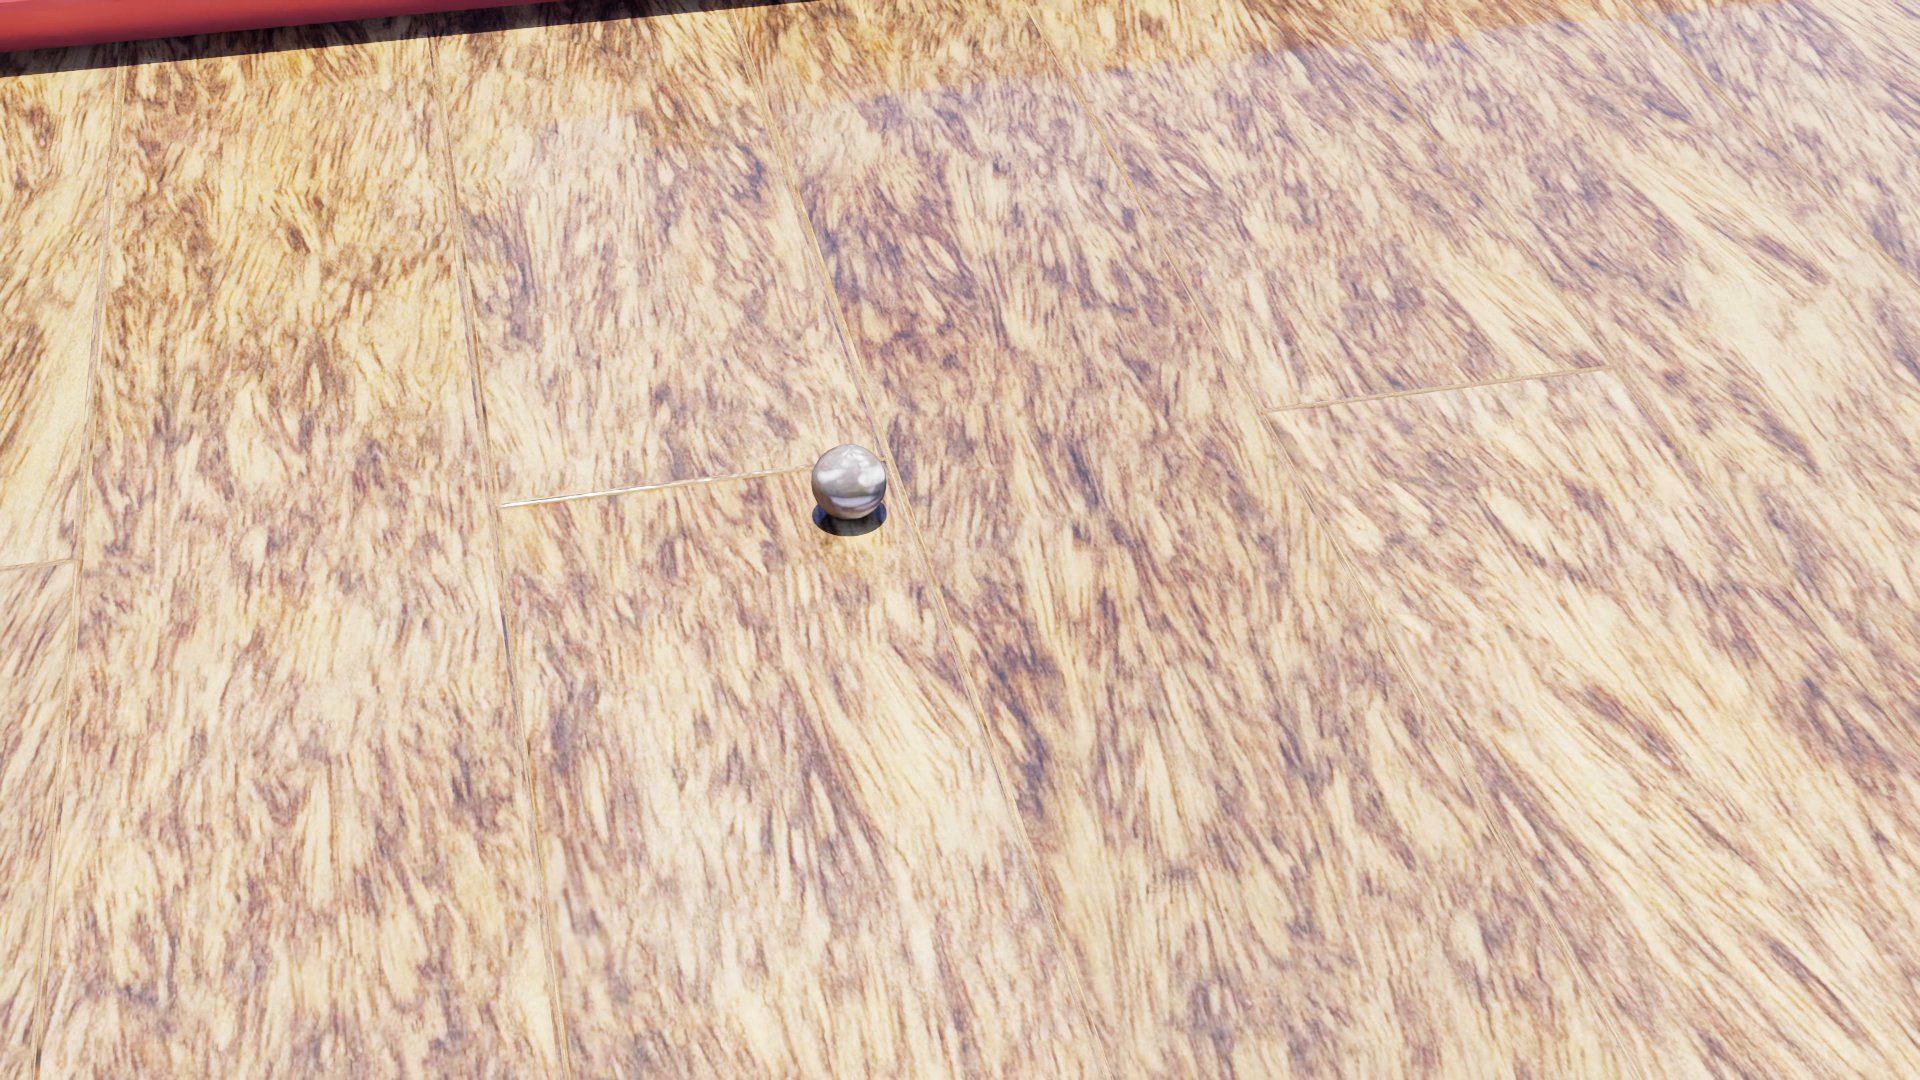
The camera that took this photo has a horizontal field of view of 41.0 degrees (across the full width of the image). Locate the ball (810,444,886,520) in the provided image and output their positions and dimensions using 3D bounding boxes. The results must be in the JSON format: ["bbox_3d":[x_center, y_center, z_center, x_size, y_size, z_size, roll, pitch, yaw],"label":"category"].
[{"bbox_3d":[-0.068,-0.036,1.580,0.047,0.047,0.047,0,37,0],"label":"ball"}]

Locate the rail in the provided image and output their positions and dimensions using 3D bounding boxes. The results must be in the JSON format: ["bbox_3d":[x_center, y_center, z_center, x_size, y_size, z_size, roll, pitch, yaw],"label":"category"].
[{"bbox_3d":[0.624,-0.622,2.313,3.309,0.114,0.045,-8,37,-10],"label":"rail"}]
